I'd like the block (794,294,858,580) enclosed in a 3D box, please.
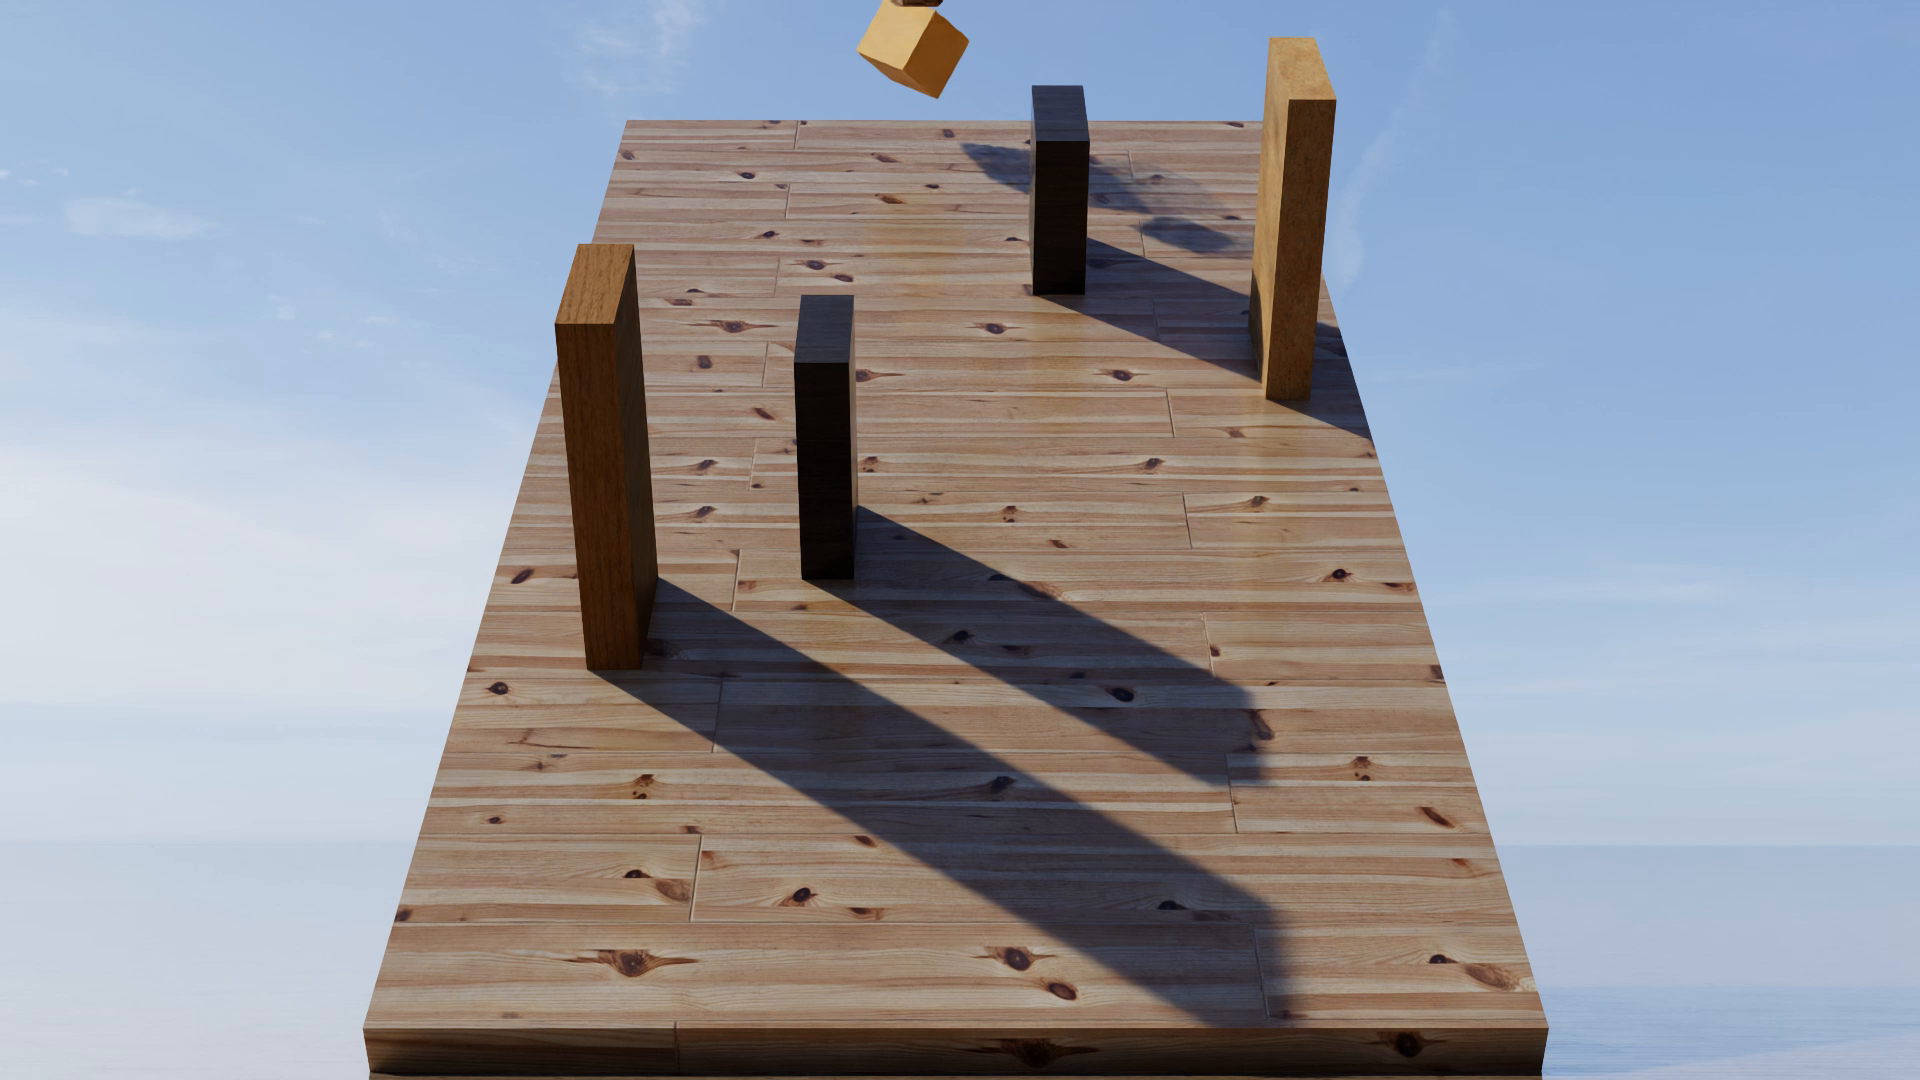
[{"bbox_3d":[-0.287,-0.223,5.296,0.114,0.530,0.314,0,32,0],"label":"block"}]

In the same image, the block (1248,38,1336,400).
[{"bbox_3d":[0.805,-0.783,5.969,0.109,0.780,0.403,0,32,0],"label":"block"}]

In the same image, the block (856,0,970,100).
[{"bbox_3d":[-0.141,-1.480,7.319,0.201,0.201,0.201,29,0,35],"label":"block"}]

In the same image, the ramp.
[{"bbox_3d":[-0.015,-0.191,5.844,2.000,0.100,4.000,0,32,0],"label":"ramp"}]

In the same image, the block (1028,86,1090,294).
[{"bbox_3d":[0.262,-0.939,6.539,0.138,0.437,0.384,0,32,0],"label":"block"}]

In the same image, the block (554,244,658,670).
[{"bbox_3d":[-0.709,-0.164,4.951,0.111,0.792,0.353,0,32,0],"label":"block"}]
